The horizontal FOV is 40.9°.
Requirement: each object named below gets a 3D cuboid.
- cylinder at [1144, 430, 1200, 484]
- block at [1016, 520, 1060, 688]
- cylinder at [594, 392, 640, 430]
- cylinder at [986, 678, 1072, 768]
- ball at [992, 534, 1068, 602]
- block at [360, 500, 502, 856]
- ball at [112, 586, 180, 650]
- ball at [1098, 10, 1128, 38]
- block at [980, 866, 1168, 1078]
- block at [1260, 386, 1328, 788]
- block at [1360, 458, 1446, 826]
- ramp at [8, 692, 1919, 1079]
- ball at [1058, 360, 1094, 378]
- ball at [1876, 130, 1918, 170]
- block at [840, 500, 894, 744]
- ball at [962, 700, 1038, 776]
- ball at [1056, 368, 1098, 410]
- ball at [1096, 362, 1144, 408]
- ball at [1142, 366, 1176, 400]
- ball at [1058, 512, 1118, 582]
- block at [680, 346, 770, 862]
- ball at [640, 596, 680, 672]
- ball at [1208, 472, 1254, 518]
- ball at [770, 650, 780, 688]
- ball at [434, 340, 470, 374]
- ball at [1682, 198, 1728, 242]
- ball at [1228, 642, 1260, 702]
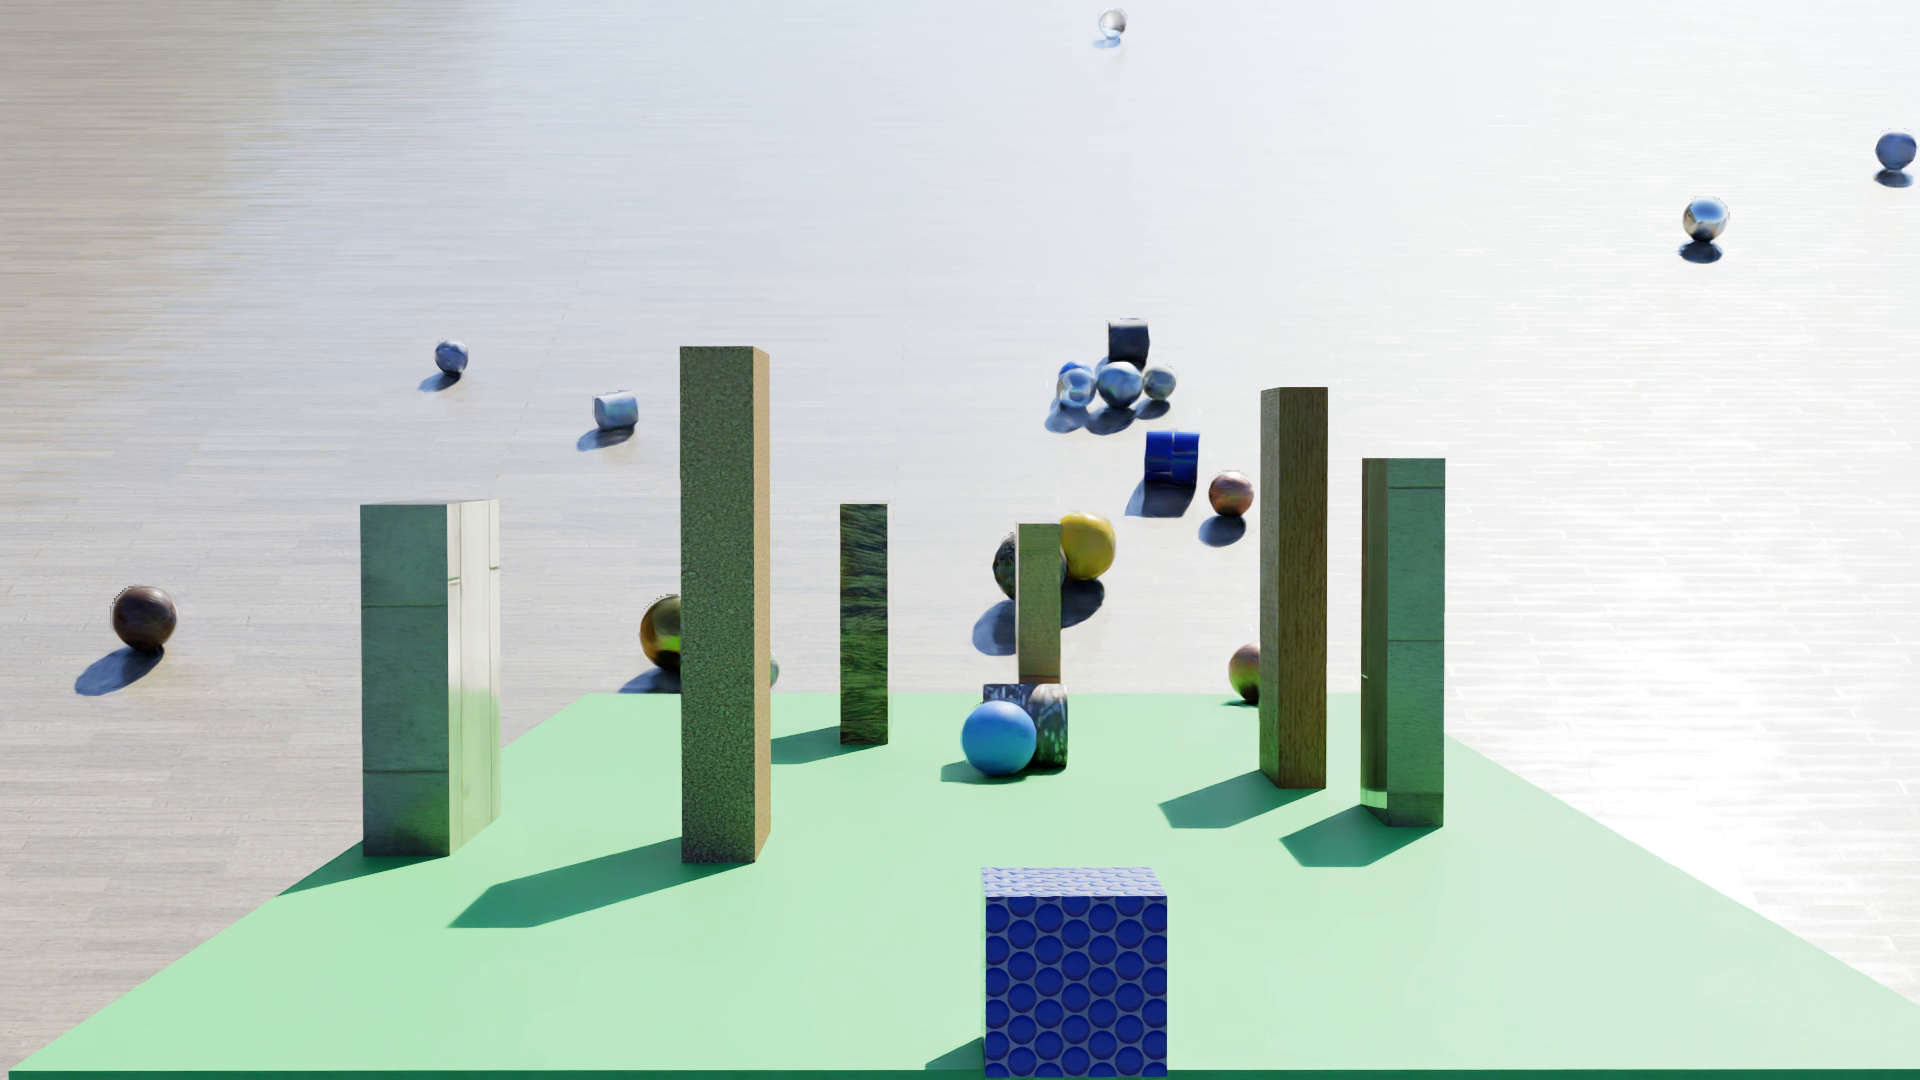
[{"bbox_3d":[0.659,-0.257,7.991,0.163,0.163,0.163,3,25,6],"label":"cylinder"},{"bbox_3d":[0.157,0.198,5.215,0.084,0.471,0.248,0,2,0],"label":"block"},{"bbox_3d":[-1.122,-0.422,8.416,0.111,0.111,0.111,-13,27,-28],"label":"cylinder"},{"bbox_3d":[0.126,0.360,5.016,0.162,0.162,0.162,8,25,1],"label":"cylinder"},{"bbox_3d":[0.196,0.077,7.208,0.207,0.207,0.207,0,24,0],"label":"ball"},{"bbox_3d":[-0.839,0.205,4.113,0.132,0.533,0.439,0,2,0],"label":"block"},{"bbox_3d":[-2.199,0.210,6.955,0.173,0.173,0.173,0,24,0],"label":"ball"},{"bbox_3d":[0.791,-2.668,13.314,0.147,0.147,0.147,0,24,0],"label":"ball"},{"bbox_3d":[0.112,0.433,2.605,0.178,0.178,0.178,0,2,-1],"label":"block"},{"bbox_3d":[0.622,0.082,4.817,0.088,0.729,0.294,0,2,0],"label":"block"},{"bbox_3d":[0.743,0.163,4.334,0.093,0.601,0.277,0,2,0],"label":"block"},{"bbox_3d":[0.056,0.507,4.550,2.000,0.100,4.000,0,2,0],"label":"ramp"},{"bbox_3d":[0.391,-0.548,8.690,0.117,0.117,0.117,0,24,0],"label":"ball"},{"bbox_3d":[4.042,-1.685,11.122,0.173,0.173,0.173,0,24,0],"label":"ball"},{"bbox_3d":[-0.201,0.169,5.601,0.100,0.504,0.427,0,2,0],"label":"block"},{"bbox_3d":[0.074,0.375,4.865,0.143,0.143,0.143,0,24,0],"label":"ball"},{"bbox_3d":[0.387,-0.502,8.565,0.137,0.137,0.137,0,24,0],"label":"ball"},{"bbox_3d":[0.532,-0.517,8.576,0.155,0.155,0.155,0,24,0],"label":"ball"},{"bbox_3d":[0.668,-0.527,8.643,0.117,0.117,0.117,0,24,0],"label":"ball"},{"bbox_3d":[0.350,0.018,7.347,0.199,0.199,0.199,0,24,0],"label":"ball"},{"bbox_3d":[-0.360,0.091,3.989,0.109,0.768,0.328,0,2,0],"label":"block"},{"bbox_3d":[-0.748,0.249,6.831,0.205,0.205,0.205,0,24,0],"label":"ball"},{"bbox_3d":[0.816,-0.136,7.759,0.138,0.138,0.138,0,24,0],"label":"ball"},{"bbox_3d":[-0.532,0.336,6.708,0.129,0.129,0.129,0,24,0],"label":"ball"},{"bbox_3d":[-1.750,-0.633,8.875,0.118,0.118,0.118,0,24,0],"label":"ball"},{"bbox_3d":[2.949,-1.268,10.201,0.176,0.176,0.176,0,24,0],"label":"ball"},{"bbox_3d":[0.730,0.323,6.314,0.148,0.148,0.148,0,24,0],"label":"ball"}]
